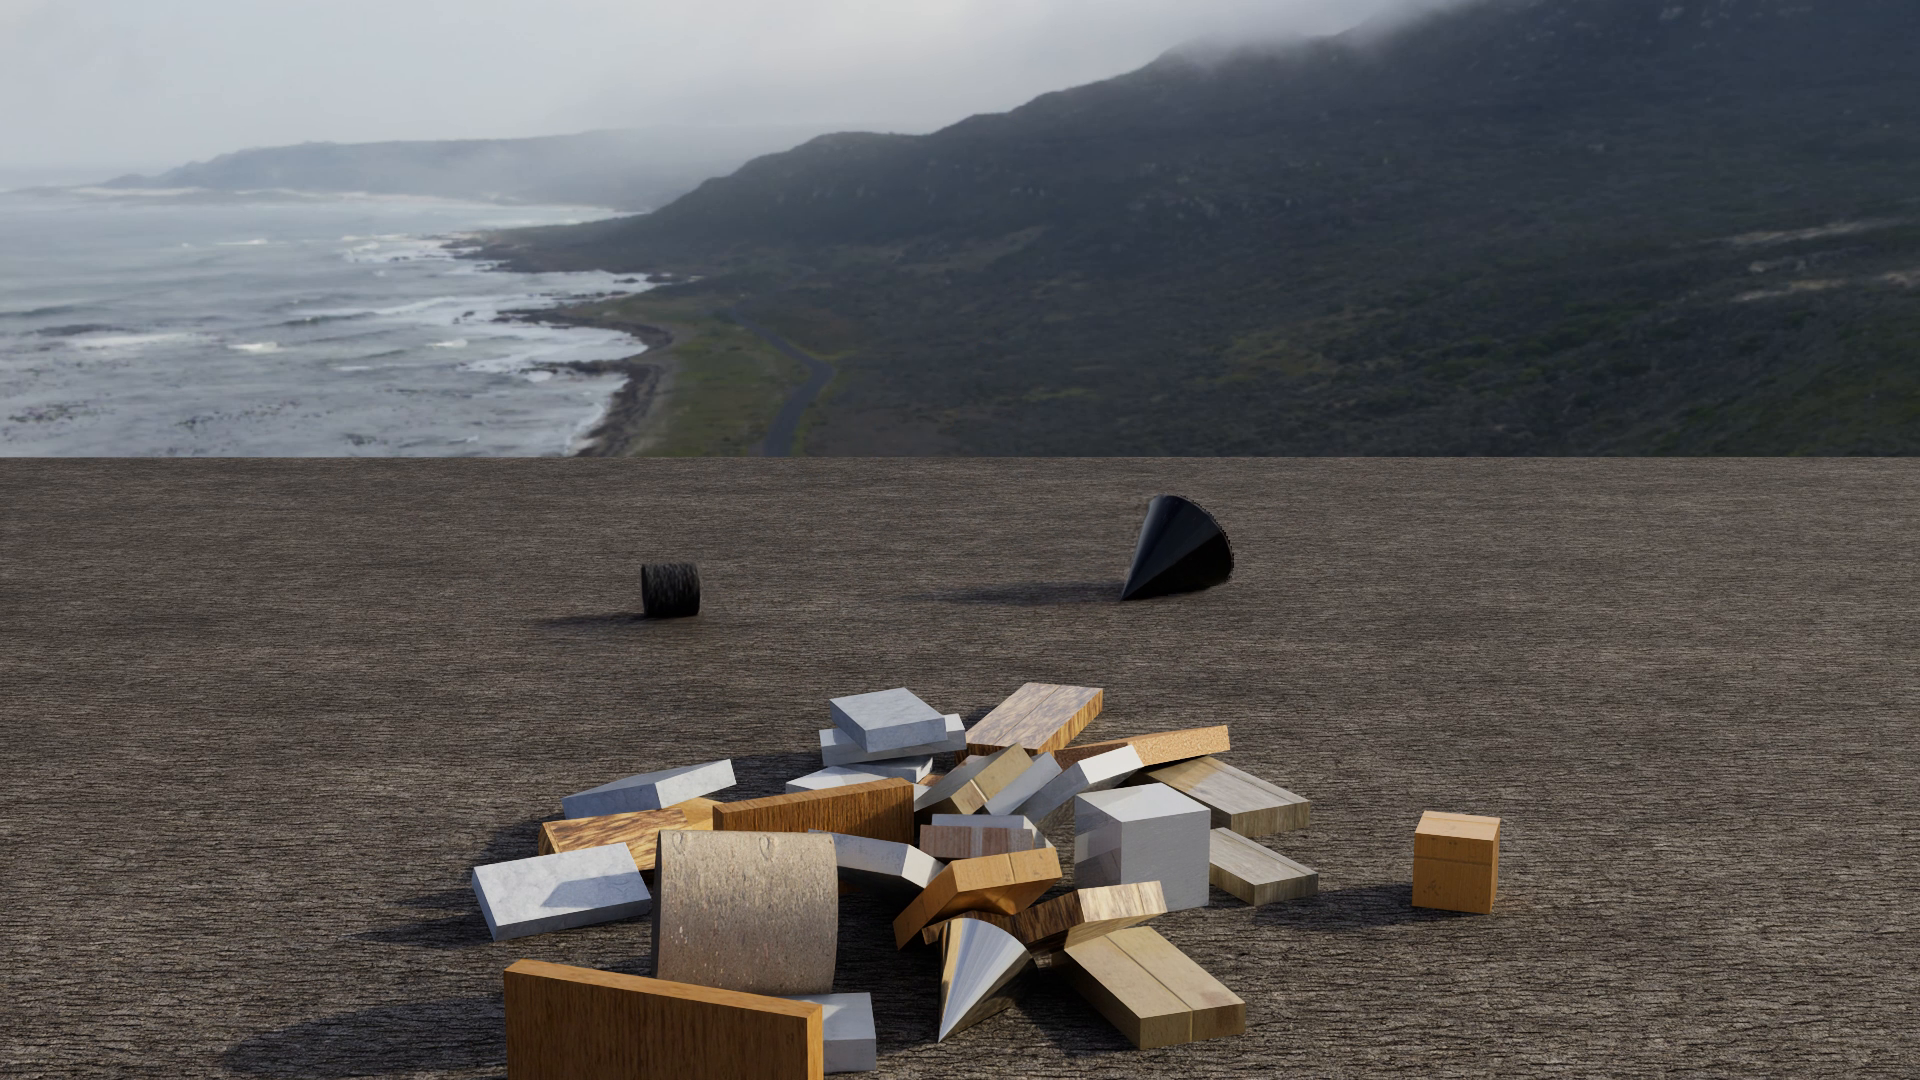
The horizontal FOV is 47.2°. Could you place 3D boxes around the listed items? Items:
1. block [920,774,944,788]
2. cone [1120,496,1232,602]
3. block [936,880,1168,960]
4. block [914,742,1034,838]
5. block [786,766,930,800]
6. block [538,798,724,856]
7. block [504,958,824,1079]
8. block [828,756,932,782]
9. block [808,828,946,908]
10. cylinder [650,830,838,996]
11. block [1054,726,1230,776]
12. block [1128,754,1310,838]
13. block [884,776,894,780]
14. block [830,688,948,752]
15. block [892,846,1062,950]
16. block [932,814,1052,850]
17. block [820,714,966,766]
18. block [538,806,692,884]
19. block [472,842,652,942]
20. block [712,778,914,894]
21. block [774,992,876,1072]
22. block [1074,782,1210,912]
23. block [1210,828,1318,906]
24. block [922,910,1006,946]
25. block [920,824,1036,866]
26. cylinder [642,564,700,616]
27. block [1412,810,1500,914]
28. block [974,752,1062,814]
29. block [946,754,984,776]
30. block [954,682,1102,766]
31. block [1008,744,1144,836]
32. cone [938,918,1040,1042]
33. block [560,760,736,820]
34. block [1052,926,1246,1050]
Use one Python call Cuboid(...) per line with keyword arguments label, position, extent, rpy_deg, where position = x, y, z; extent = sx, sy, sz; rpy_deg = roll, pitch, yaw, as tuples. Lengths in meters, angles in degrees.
Cuboid(label="block", position=(0.015, 0.479, 4.192), extent=(0.186, 0.026, 0.093), rpy_deg=(3, 11, 14))
Cuboid(label="cone", position=(0.533, 0.084, 6.025), extent=(0.300, 0.300, 0.300), rpy_deg=(-39, 32, -30))
Cuboid(label="block", position=(0.130, 0.565, 3.199), extent=(0.162, 0.046, 0.324), rpy_deg=(2, -22, -41))
Cuboid(label="block", position=(-0.004, 0.442, 3.815), extent=(0.159, 0.045, 0.319), rpy_deg=(-36, 0, -27))
Cuboid(label="block", position=(-0.153, 0.486, 4.117), extent=(0.334, 0.040, 0.142), rpy_deg=(8, 13, 36))
Cuboid(label="block", position=(-0.563, 0.524, 3.900), extent=(0.159, 0.045, 0.349), rpy_deg=(7, 13, 35))
Cuboid(label="block", position=(-0.388, 0.658, 2.859), extent=(0.441, 0.162, 0.046), rpy_deg=(4, 11, 21))
Cuboid(label="block", position=(-0.158, 0.448, 4.363), extent=(0.186, 0.026, 0.093), rpy_deg=(4, 11, 18))
Cuboid(label="block", position=(-0.093, 0.526, 3.439), extent=(0.171, 0.048, 0.342), rpy_deg=(5, -18, 25))
Cuboid(label="cylinder", position=(-0.315, 0.546, 3.183), extent=(0.247, 0.247, 0.247), rpy_deg=(3, 10, -10))
Cuboid(label="block", position=(0.358, 0.409, 4.282), extent=(0.173, 0.049, 0.347), rpy_deg=(-11, -5, 39))
Cuboid(label="block", position=(0.482, 0.480, 4.129), extent=(0.173, 0.049, 0.346), rpy_deg=(-5, 12, -27))
Cuboid(label="block", position=(-0.216, 0.502, 3.753), extent=(0.283, 0.142, 0.040), rpy_deg=(-8, 13, -37))
Cuboid(label="block", position=(-0.146, 0.357, 4.381), extent=(0.159, 0.045, 0.319), rpy_deg=(-8, 9, -15))
Cuboid(label="block", position=(0.022, 0.542, 3.310), extent=(0.162, 0.046, 0.324), rpy_deg=(-5, -23, -20))
Cuboid(label="block", position=(0.057, 0.502, 3.638), extent=(0.149, 0.042, 0.298), rpy_deg=(-1, -17, 12))
Cuboid(label="block", position=(-0.135, 0.398, 4.387), extent=(0.283, 0.040, 0.142), rpy_deg=(-6, 9, -5))
Cuboid(label="block", position=(-0.569, 0.523, 3.714), extent=(0.256, 0.036, 0.128), rpy_deg=(-3, 42, -34))
Cuboid(label="block", position=(-0.642, 0.565, 3.545), extent=(0.257, 0.036, 0.128), rpy_deg=(-6, 41, -29))
Cuboid(label="block", position=(-0.241, 0.506, 3.655), extent=(0.342, 0.171, 0.048), rpy_deg=(-5, 12, -27))
Cuboid(label="block", position=(-0.282, 0.684, 3.039), extent=(0.324, 0.046, 0.162), rpy_deg=(-1, 11, -5))
Cuboid(label="block", position=(0.300, 0.512, 3.639), extent=(0.164, 0.164, 0.164), rpy_deg=(-5, 11, -24))
Cuboid(label="block", position=(0.476, 0.555, 3.755), extent=(0.128, 0.036, 0.277), rpy_deg=(-5, 12, -27))
Cuboid(label="block", position=(0.019, 0.590, 3.317), extent=(0.086, 0.024, 0.172), rpy_deg=(-24, -21, 18))
Cuboid(label="block", position=(0.034, 0.513, 3.523), extent=(0.171, 0.048, 0.342), rpy_deg=(2, -17, 4))
Cuboid(label="cylinder", position=(-0.761, 0.131, 5.778), extent=(0.134, 0.134, 0.134), rpy_deg=(-3, 11, -15))
Cuboid(label="block", position=(0.822, 0.532, 3.638), extent=(0.125, 0.125, 0.125), rpy_deg=(4, 11, 19))
Cuboid(label="block", position=(0.063, 0.447, 3.850), extent=(0.149, 0.042, 0.298), rpy_deg=(-36, 0, -21))
Cuboid(label="block", position=(0.034, 0.452, 4.197), extent=(0.093, 0.026, 0.186), rpy_deg=(4, 11, 18))
Cuboid(label="block", position=(0.151, 0.389, 4.617), extent=(0.173, 0.049, 0.508), rpy_deg=(3, 11, 18))
Cuboid(label="block", position=(0.167, 0.454, 3.793), extent=(0.149, 0.042, 0.298), rpy_deg=(-10, -24, -48))
Cuboid(label="cone", position=(0.005, 0.654, 3.124), extent=(0.163, 0.163, 0.163), rpy_deg=(6, 39, 29))
Cuboid(label="block", position=(-0.564, 0.453, 3.964), extent=(0.162, 0.046, 0.324), rpy_deg=(-15, 0, -41))
Cuboid(label="block", position=(0.270, 0.650, 3.218), extent=(0.162, 0.046, 0.324), rpy_deg=(-4, 11, -20))
